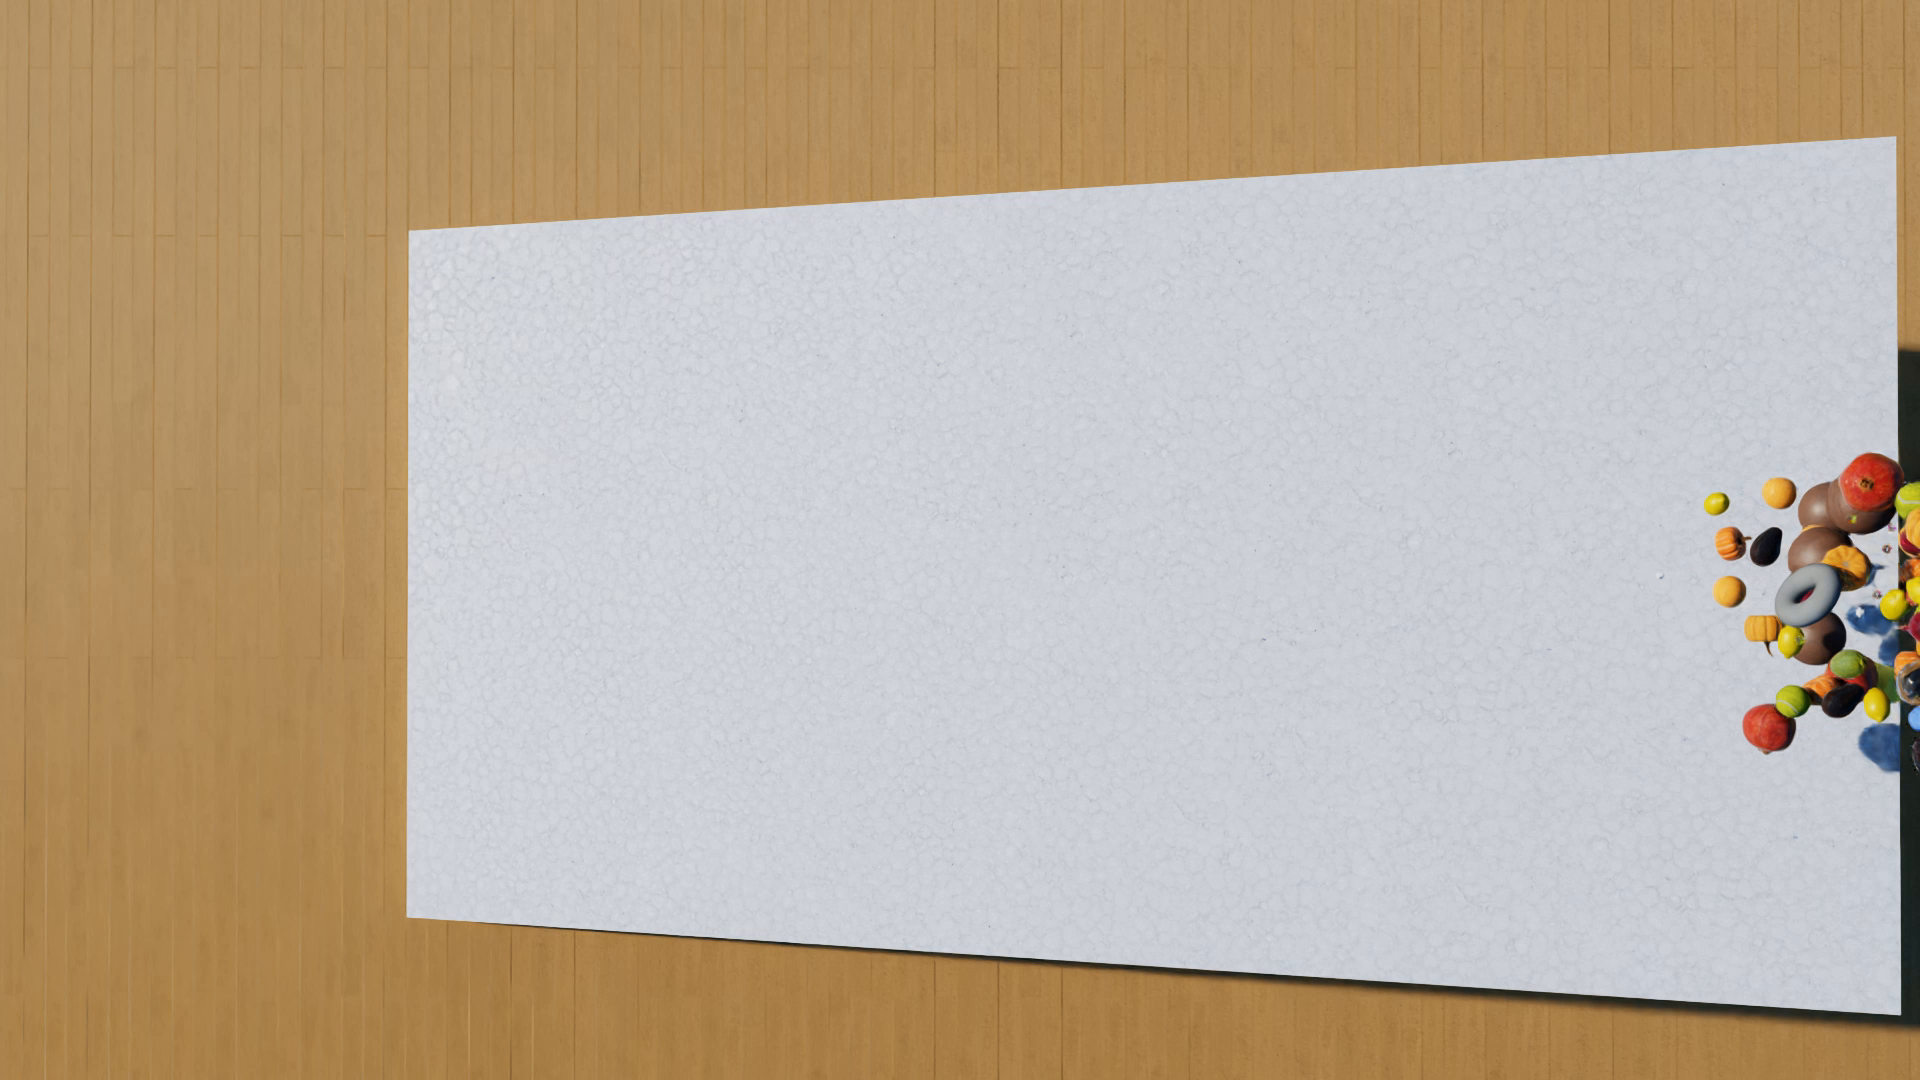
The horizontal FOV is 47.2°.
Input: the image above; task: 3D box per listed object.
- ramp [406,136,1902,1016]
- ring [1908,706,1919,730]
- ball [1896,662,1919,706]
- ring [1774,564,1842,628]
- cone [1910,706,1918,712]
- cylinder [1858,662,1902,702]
[{"bbox_3d":[0.281,0.089,5.754,4.000,0.100,2.000,0,89,21],"label":"ramp"},{"bbox_3d":[1.842,0.329,4.090,0.145,0.145,0.048,-5,86,0],"label":"ring"},{"bbox_3d":[1.814,0.272,4.155,0.086,0.086,0.086,0,89,0],"label":"ball"},{"bbox_3d":[1.611,0.105,4.177,0.046,0.139,0.139,36,89,-18],"label":"ring"},{"bbox_3d":[1.865,0.318,4.281,0.056,0.056,0.056,33,84,0],"label":"cone"},{"bbox_3d":[2.008,0.309,4.778,0.073,0.073,0.073,-7,104,-28],"label":"cylinder"}]
